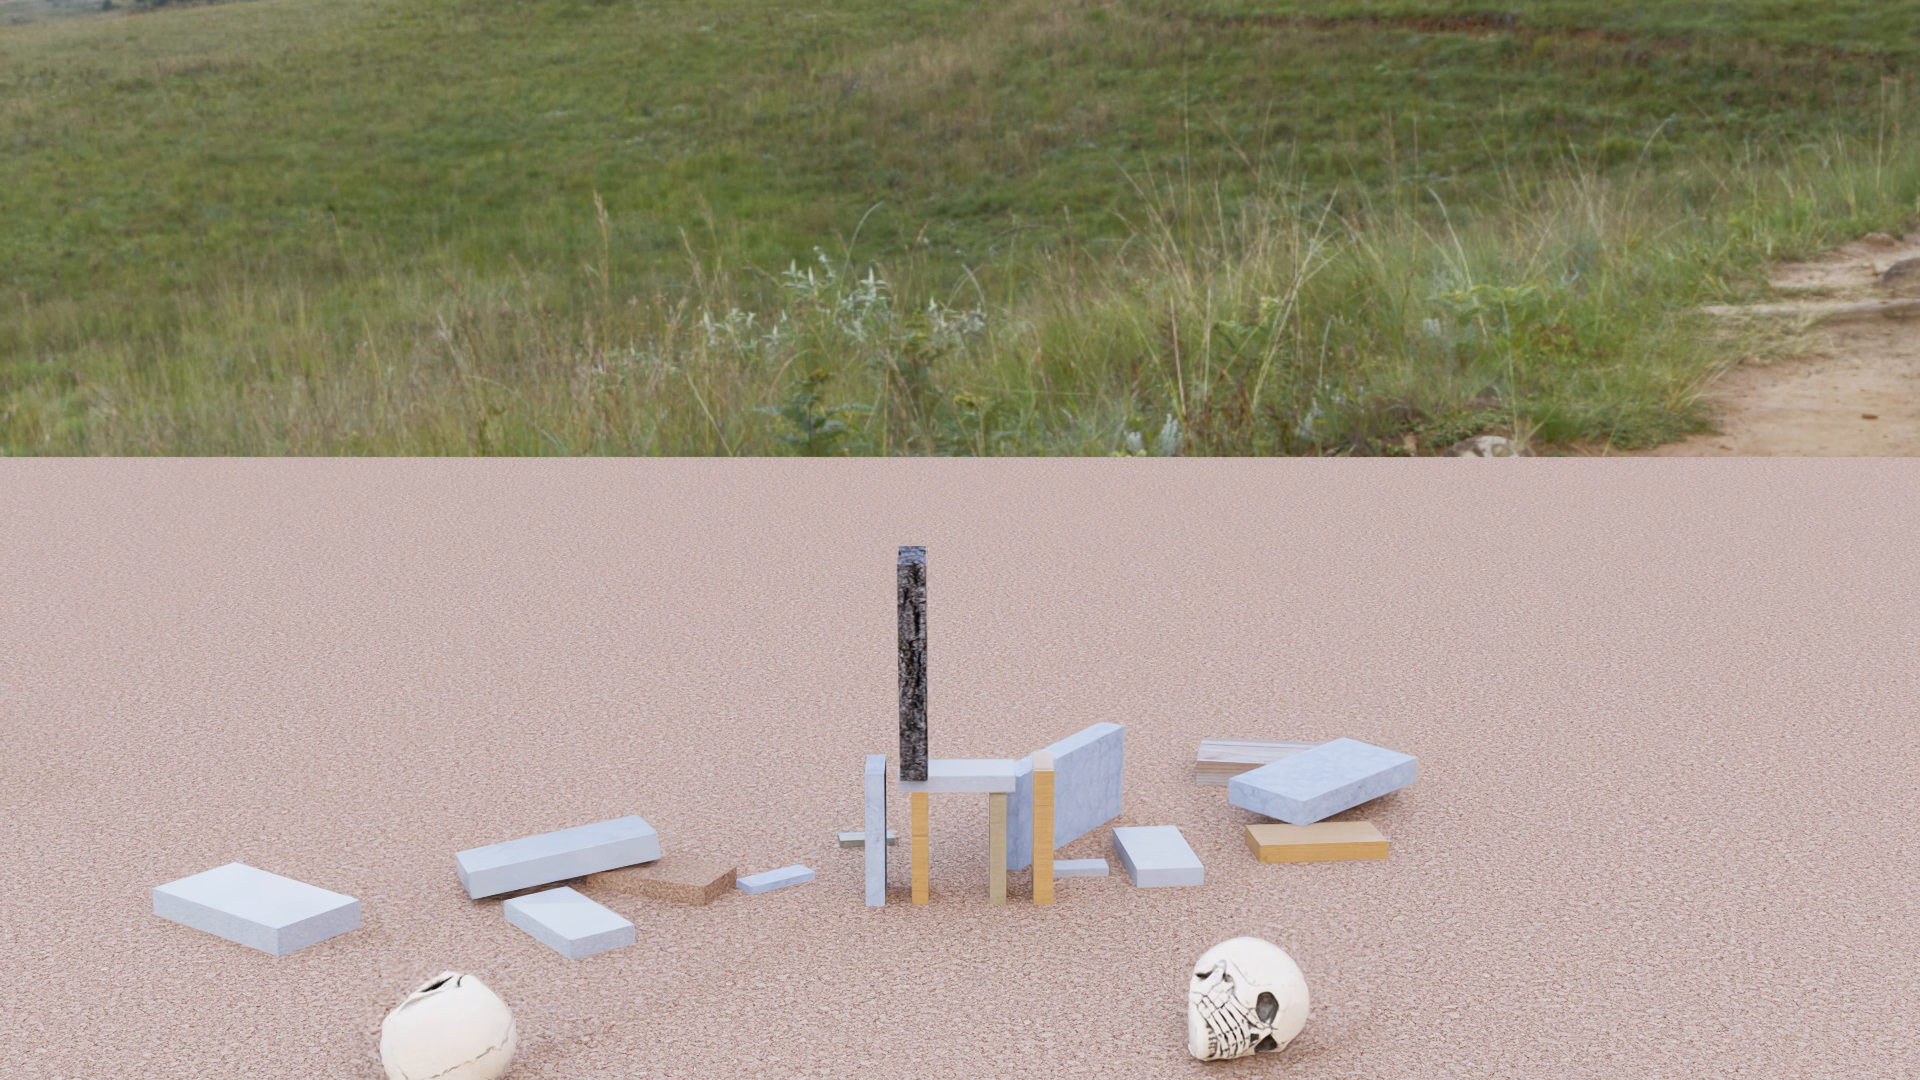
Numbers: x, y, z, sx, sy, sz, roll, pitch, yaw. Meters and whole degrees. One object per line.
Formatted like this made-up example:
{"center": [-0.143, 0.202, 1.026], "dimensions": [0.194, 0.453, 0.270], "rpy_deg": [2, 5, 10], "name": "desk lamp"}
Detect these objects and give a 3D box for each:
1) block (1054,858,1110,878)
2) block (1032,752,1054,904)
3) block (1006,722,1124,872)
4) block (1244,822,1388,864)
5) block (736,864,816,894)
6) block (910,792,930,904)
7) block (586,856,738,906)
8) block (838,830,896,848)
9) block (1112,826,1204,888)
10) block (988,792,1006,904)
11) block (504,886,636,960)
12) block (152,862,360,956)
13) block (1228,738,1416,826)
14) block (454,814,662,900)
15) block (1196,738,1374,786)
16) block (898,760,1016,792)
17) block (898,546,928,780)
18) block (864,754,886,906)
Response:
{"center": [0.204, 0.563, 3.775], "dimensions": [0.097, 0.014, 0.049], "rpy_deg": [-1, 10, -6], "name": "block"}
{"center": [0.137, 0.477, 3.652], "dimensions": [0.032, 0.228, 0.114], "rpy_deg": [0, 11, 0], "name": "block"}
{"center": [0.180, 0.454, 3.932], "dimensions": [0.048, 0.171, 0.383], "rpy_deg": [8, 13, 31], "name": "block"}
{"center": [0.629, 0.533, 3.886], "dimensions": [0.228, 0.032, 0.114], "rpy_deg": [-1, 11, -6], "name": "block"}
{"center": [-0.311, 0.574, 3.718], "dimensions": [0.127, 0.014, 0.049], "rpy_deg": [-8, 13, -37], "name": "block"}
{"center": [-0.066, 0.497, 3.648], "dimensions": [0.027, 0.191, 0.095], "rpy_deg": [0, 11, 0], "name": "block"}
{"center": [-0.502, 0.568, 3.703], "dimensions": [0.225, 0.032, 0.113], "rpy_deg": [4, 11, 22], "name": "block"}
{"center": [-0.168, 0.534, 3.931], "dimensions": [0.097, 0.014, 0.049], "rpy_deg": [-2, 11, -10], "name": "block"}
{"center": [0.341, 0.547, 3.811], "dimensions": [0.114, 0.032, 0.228], "rpy_deg": [-1, 11, -7], "name": "block"}
{"center": [0.062, 0.497, 3.648], "dimensions": [0.027, 0.191, 0.095], "rpy_deg": [0, 11, 0], "name": "block"}
{"center": [-0.622, 0.606, 3.493], "dimensions": [0.113, 0.032, 0.225], "rpy_deg": [-8, 13, -37], "name": "block"}
{"center": [-1.133, 0.591, 3.539], "dimensions": [0.318, 0.045, 0.159], "rpy_deg": [7, 13, 35], "name": "block"}
{"center": [0.676, 0.446, 4.085], "dimensions": [0.341, 0.048, 0.171], "rpy_deg": [-13, 18, -42], "name": "block"}
{"center": [-0.681, 0.534, 3.720], "dimensions": [0.318, 0.045, 0.159], "rpy_deg": [-10, 8, -19], "name": "block"}
{"center": [0.643, 0.442, 4.332], "dimensions": [0.341, 0.048, 0.171], "rpy_deg": [2, 11, 10], "name": "block"}
{"center": [-0.005, 0.389, 3.630], "dimensions": [0.191, 0.027, 0.095], "rpy_deg": [0, 11, 0], "name": "block"}
{"center": [-0.077, 0.200, 3.601], "dimensions": [0.045, 0.357, 0.159], "rpy_deg": [0, 11, 0], "name": "block"}
{"center": [-0.139, 0.480, 3.644], "dimensions": [0.032, 0.225, 0.113], "rpy_deg": [0, 11, 0], "name": "block"}
